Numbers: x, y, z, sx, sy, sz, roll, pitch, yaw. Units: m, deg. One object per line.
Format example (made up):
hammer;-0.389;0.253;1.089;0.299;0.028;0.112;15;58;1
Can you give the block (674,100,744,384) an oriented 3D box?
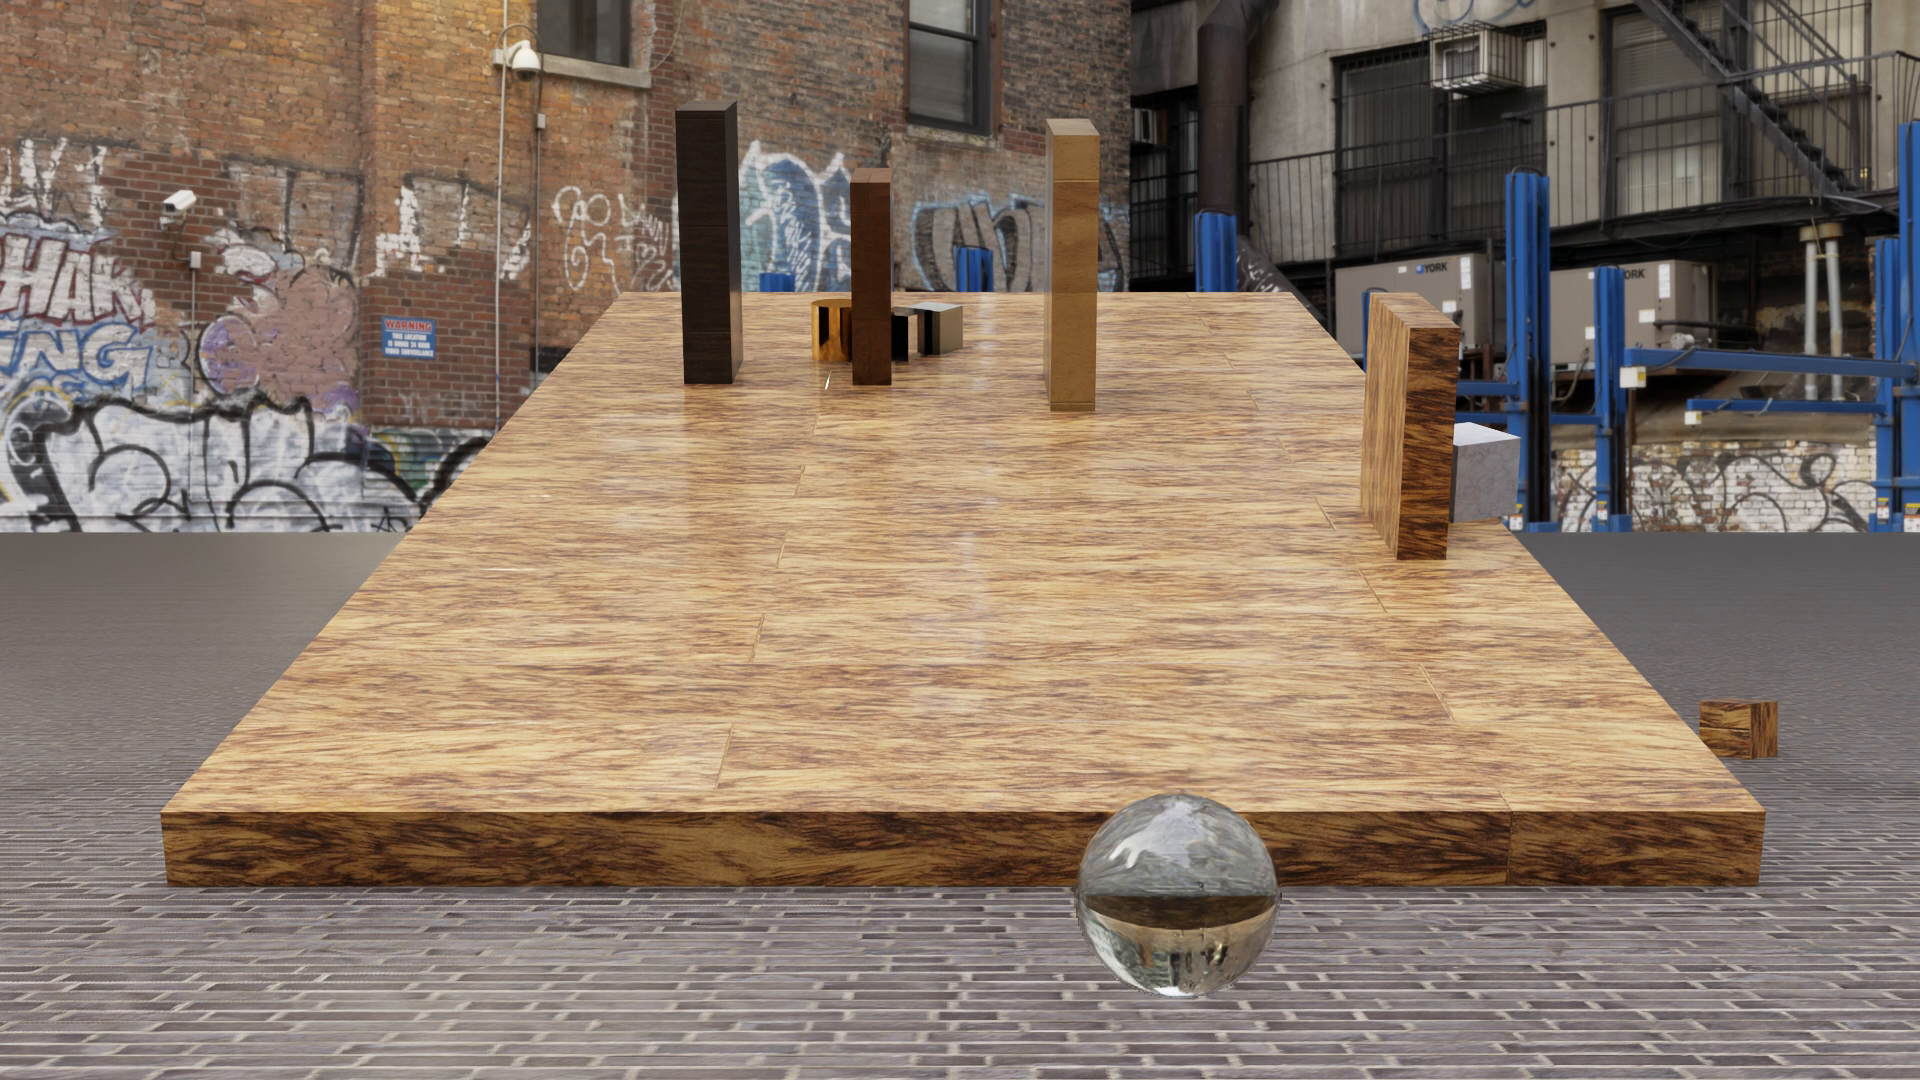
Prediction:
block;-0.604;-0.725;5.336;0.115;0.645;0.297;0;16;0

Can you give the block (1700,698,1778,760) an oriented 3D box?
block;1.534;0.371;4.341;0.107;0.107;0.107;0;1;-42

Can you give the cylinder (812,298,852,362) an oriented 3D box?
cylinder;-0.308;-0.534;5.595;0.138;0.138;0.138;0;16;0

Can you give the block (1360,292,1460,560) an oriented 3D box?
block;0.801;-0.212;3.950;0.085;0.408;0.371;0;16;0

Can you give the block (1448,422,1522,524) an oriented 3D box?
block;0.942;-0.128;4.134;0.147;0.147;0.147;-8;17;-26

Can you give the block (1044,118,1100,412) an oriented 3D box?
block;0.255;-0.646;5.108;0.101;0.617;0.420;0;16;0

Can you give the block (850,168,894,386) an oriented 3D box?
block;-0.211;-0.644;5.351;0.094;0.482;0.316;0;16;0

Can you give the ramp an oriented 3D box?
ramp;-0.002;-0.154;4.681;2.000;0.100;4.000;0;16;0

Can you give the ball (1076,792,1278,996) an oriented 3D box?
ball;0.209;0.341;2.124;0.195;0.195;0.195;0;0;0

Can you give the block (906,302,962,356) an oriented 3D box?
block;-0.070;-0.548;5.691;0.112;0.112;0.112;9;18;30

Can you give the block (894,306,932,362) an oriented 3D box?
block;-0.149;-0.526;5.609;0.114;0.114;0.114;9;18;30
